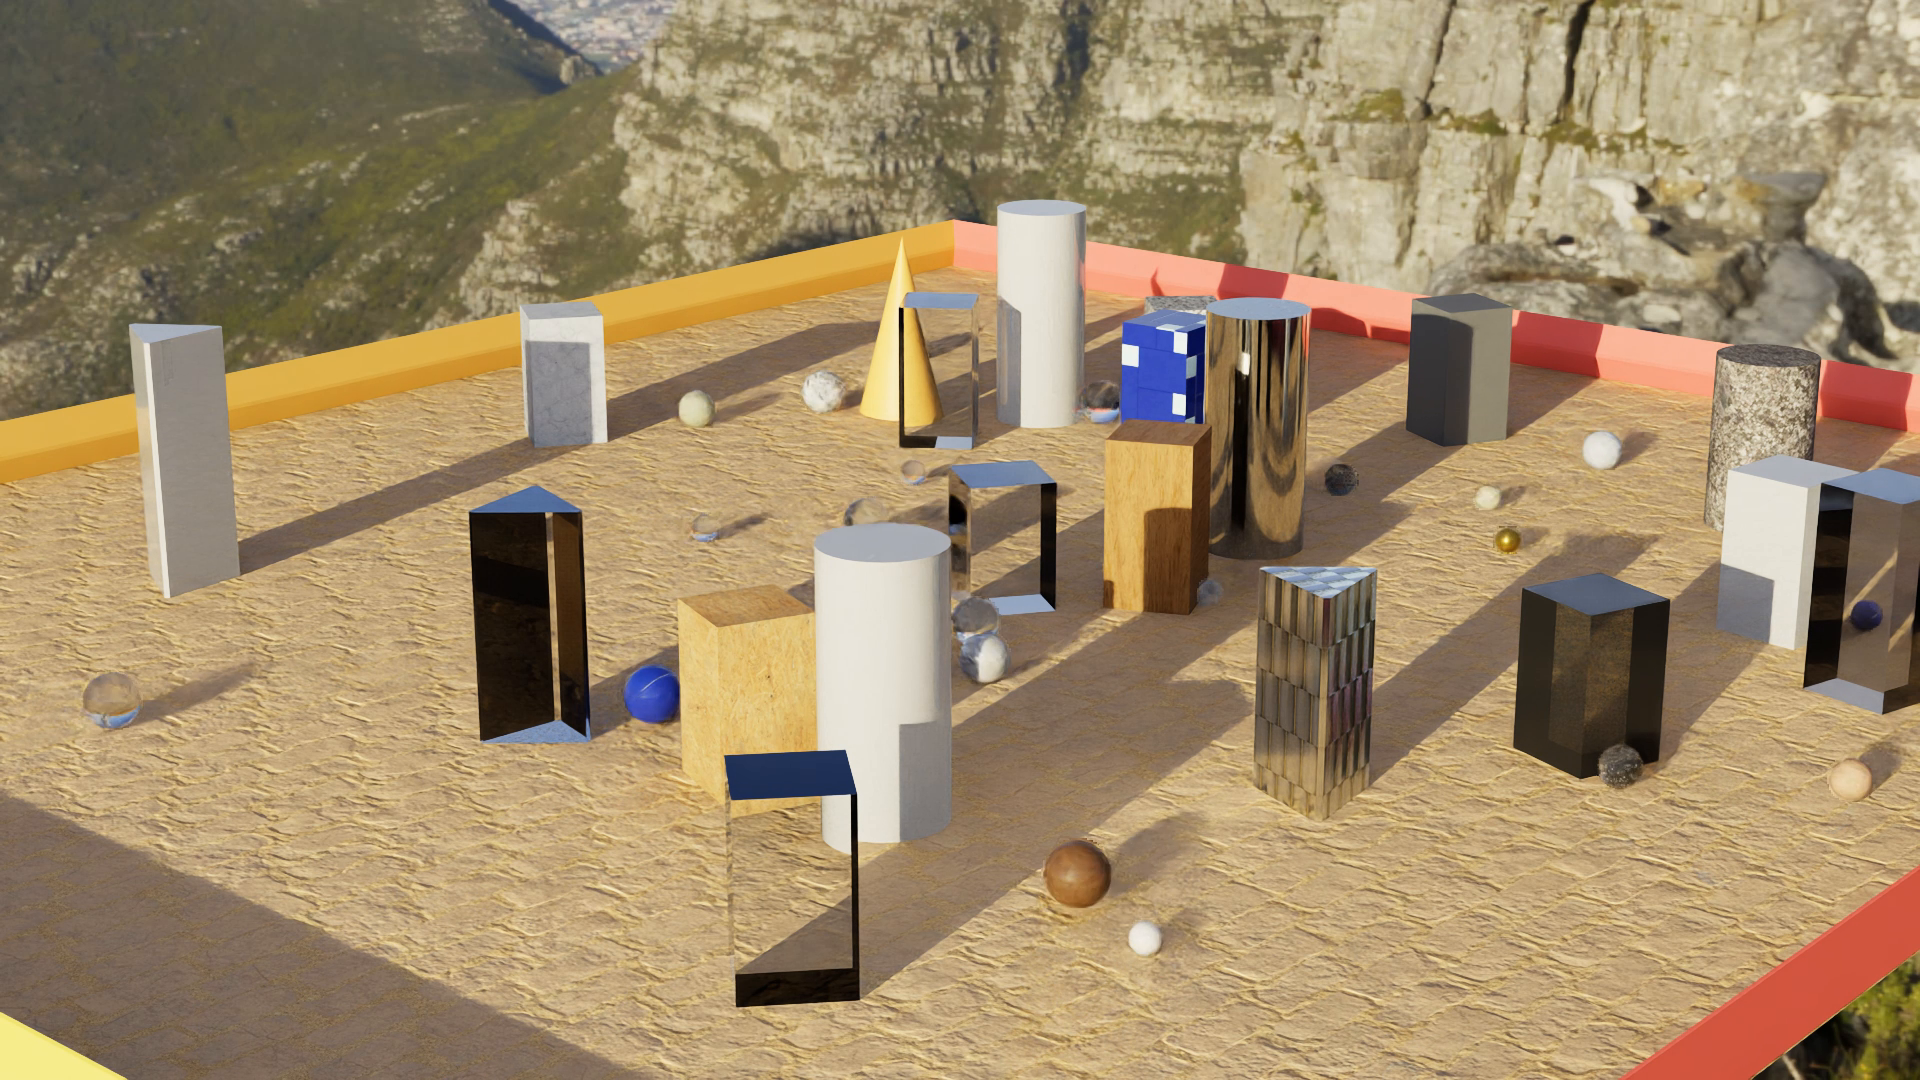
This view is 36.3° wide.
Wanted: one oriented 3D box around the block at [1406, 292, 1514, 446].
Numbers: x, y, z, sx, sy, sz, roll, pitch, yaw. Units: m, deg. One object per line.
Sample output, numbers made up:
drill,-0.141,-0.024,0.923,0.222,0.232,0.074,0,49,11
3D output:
block,1.043,-0.357,6.129,0.151,0.283,0.151,-7,18,-21

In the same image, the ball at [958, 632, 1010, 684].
ball,0.038,0.188,4.675,0.081,0.081,0.081,0,17,0

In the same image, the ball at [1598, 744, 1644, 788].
ball,0.957,0.328,4.245,0.063,0.063,0.063,0,17,0

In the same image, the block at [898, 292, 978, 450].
block,-0.043,-0.353,6.094,0.151,0.296,0.151,2,17,5

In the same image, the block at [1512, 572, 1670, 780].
block,0.934,0.199,4.343,0.151,0.252,0.151,-9,19,-28

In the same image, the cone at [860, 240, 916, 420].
cone,-0.124,-0.466,6.319,0.189,0.383,0.189,0,17,0

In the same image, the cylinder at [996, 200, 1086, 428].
cylinder,0.173,-0.483,6.249,0.189,0.455,0.189,0,17,0

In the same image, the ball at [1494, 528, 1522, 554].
ball,1.001,0.001,5.354,0.047,0.047,0.047,0,17,0

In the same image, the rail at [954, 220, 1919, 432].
rail,1.395,-0.434,6.659,3.787,0.123,0.045,14,22,39

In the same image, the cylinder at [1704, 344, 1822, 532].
cylinder,1.501,-0.186,5.489,0.189,0.327,0.189,0,17,0

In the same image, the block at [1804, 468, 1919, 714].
block,1.445,0.078,4.593,0.151,0.339,0.151,-12,20,-34

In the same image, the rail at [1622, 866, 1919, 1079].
rail,1.412,0.385,3.947,0.045,0.123,4.304,14,22,39

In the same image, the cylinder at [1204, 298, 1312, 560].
cylinder,0.537,-0.204,5.341,0.189,0.446,0.189,0,17,0

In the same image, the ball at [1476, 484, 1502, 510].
ball,1.013,-0.081,5.622,0.049,0.049,0.049,0,17,0

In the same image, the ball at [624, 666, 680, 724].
ball,-0.470,0.237,4.497,0.090,0.090,0.090,0,17,0

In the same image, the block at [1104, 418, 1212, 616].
block,0.341,-0.041,5.057,0.151,0.299,0.151,5,18,16

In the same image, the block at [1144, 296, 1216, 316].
block,0.486,-0.404,6.382,0.151,0.228,0.151,-1,17,-4

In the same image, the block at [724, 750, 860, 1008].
block,-0.207,0.414,3.602,0.151,0.270,0.151,-2,17,-7

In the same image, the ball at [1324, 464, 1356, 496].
ball,0.742,-0.118,5.719,0.063,0.063,0.063,0,17,0

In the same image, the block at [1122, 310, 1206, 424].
block,0.431,-0.299,5.915,0.151,0.296,0.151,12,21,34

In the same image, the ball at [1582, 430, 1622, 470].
ball,1.291,-0.180,5.895,0.080,0.080,0.080,0,17,0

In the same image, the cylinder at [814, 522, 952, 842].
cylinder,-0.106,0.197,4.084,0.189,0.405,0.189,0,17,0

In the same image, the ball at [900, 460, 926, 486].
ball,-0.092,-0.134,5.791,0.052,0.052,0.052,0,17,0

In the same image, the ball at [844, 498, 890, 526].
ball,-0.172,-0.036,5.409,0.085,0.085,0.085,0,17,0

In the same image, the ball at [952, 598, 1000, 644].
ball,0.024,0.136,4.849,0.081,0.081,0.081,0,17,0

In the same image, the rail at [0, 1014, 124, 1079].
rail,-1.395,0.496,3.582,3.787,0.123,0.045,14,22,39

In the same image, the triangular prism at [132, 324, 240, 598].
triangular prism,-1.389,-0.148,5.142,0.142,0.454,0.164,12,21,35

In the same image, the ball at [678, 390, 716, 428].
ball,-0.559,-0.278,6.225,0.077,0.077,0.077,0,17,0

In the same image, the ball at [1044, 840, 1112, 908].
ball,0.154,0.438,3.836,0.089,0.089,0.089,0,17,0

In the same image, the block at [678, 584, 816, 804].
block,-0.307,0.221,4.246,0.151,0.266,0.151,-8,19,-26

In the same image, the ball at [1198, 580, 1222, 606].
ball,0.432,0.092,5.058,0.044,0.044,0.044,0,17,0

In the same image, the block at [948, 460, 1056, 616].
block,0.072,-0.004,5.054,0.151,0.229,0.151,-4,17,-14

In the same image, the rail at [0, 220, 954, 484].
rail,-1.412,-0.324,6.294,0.045,0.123,4.304,14,22,39

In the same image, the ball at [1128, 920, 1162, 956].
ball,0.234,0.503,3.700,0.044,0.044,0.044,0,17,0

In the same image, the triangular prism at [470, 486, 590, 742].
triangular prism,-0.643,0.111,4.443,0.164,0.362,0.142,0,17,-1

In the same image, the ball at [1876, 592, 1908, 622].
ball,1.581,0.114,4.972,0.051,0.051,0.051,0,17,0

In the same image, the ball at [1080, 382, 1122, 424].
ball,0.303,-0.293,6.249,0.091,0.091,0.091,0,17,0

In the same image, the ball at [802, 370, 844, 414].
ball,-0.296,-0.320,6.337,0.093,0.093,0.093,0,17,0

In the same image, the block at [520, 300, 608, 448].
block,-0.828,-0.348,6.122,0.151,0.270,0.151,-5,17,-15

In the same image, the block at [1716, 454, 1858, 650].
block,1.381,0.018,4.899,0.151,0.277,0.151,-14,22,-40

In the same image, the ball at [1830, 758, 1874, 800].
ball,1.277,0.343,4.200,0.060,0.060,0.060,0,17,0

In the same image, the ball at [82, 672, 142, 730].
ball,-1.295,0.246,4.475,0.086,0.086,0.086,0,17,0

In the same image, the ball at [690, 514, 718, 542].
ball,-0.473,-0.021,5.419,0.052,0.052,0.052,0,17,0

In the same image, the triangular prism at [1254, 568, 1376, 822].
triangular prism,0.487,0.208,4.177,0.142,0.331,0.164,10,20,30
